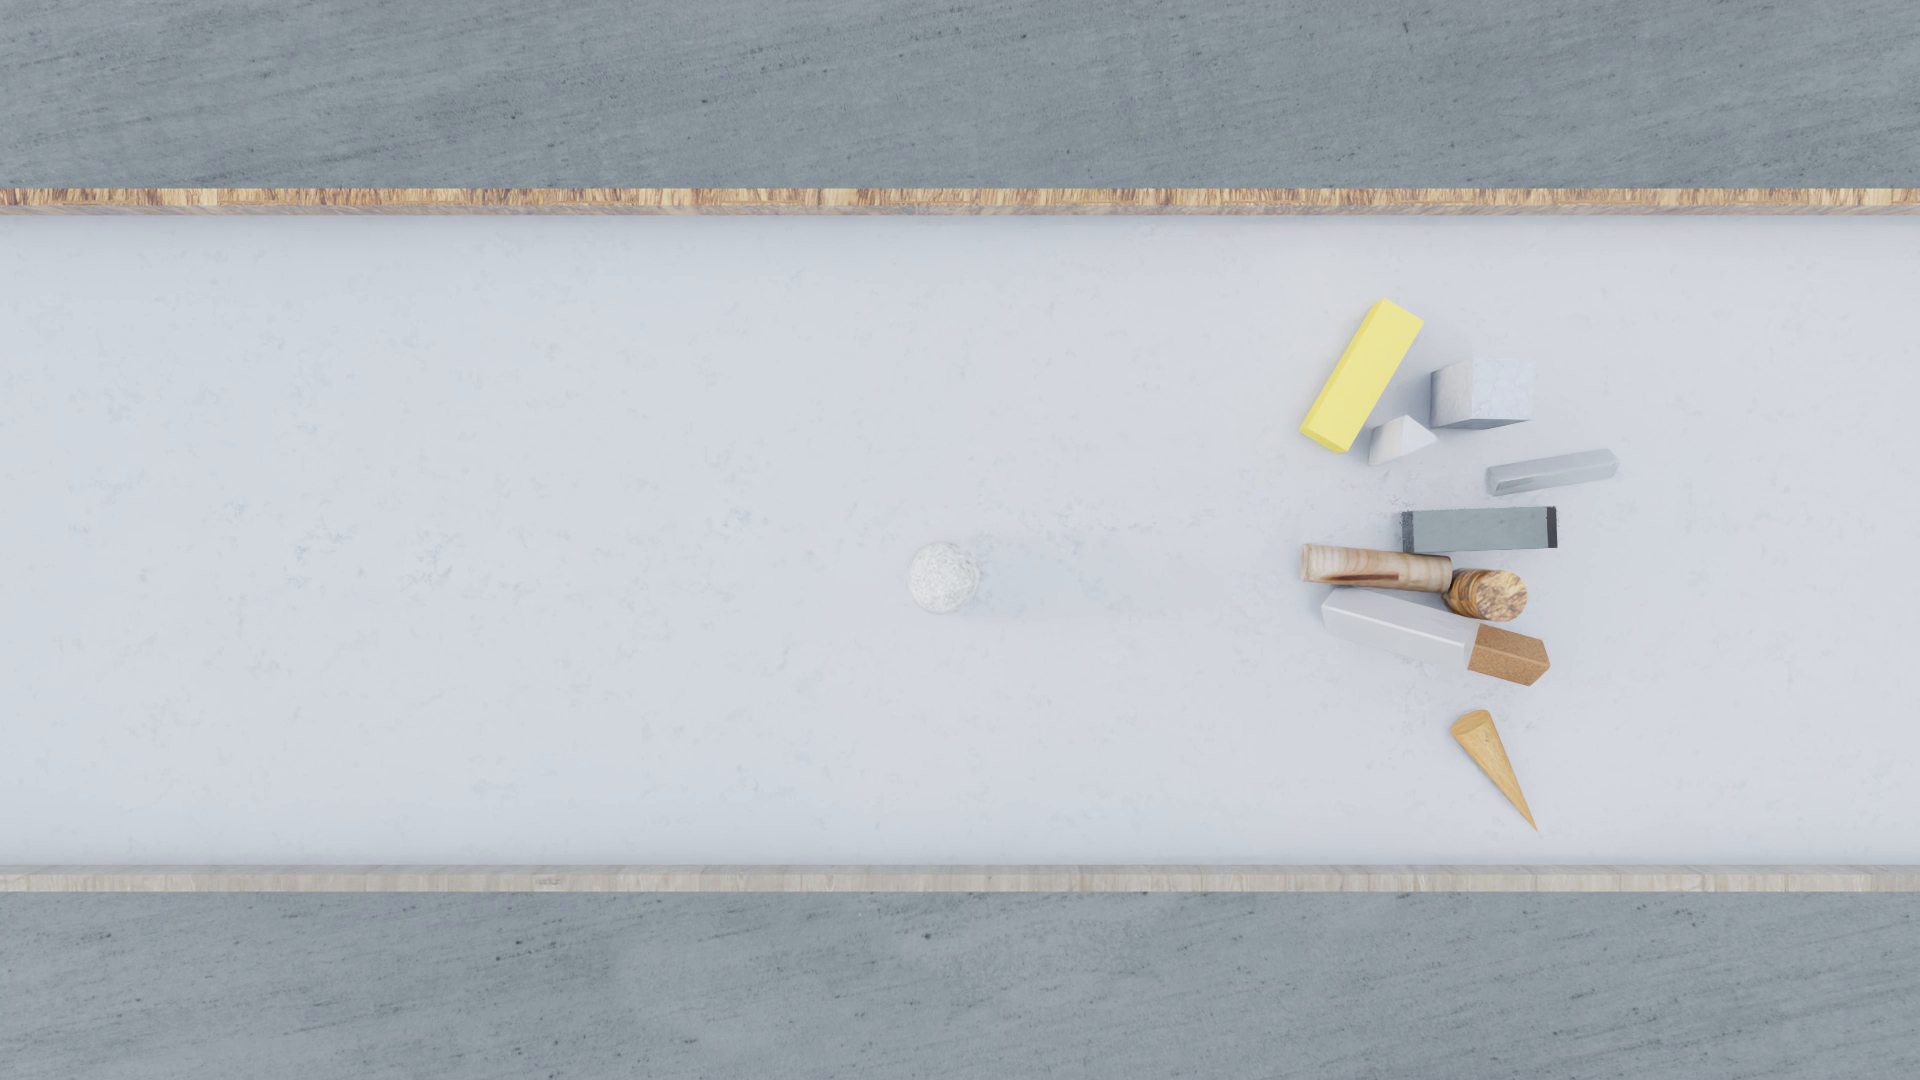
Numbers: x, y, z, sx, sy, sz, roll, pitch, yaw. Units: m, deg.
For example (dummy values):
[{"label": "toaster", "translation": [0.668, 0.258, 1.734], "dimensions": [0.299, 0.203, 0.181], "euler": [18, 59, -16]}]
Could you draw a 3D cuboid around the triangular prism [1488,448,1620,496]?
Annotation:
[{"label": "triangular prism", "translation": [1.816, -0.207, 5.035], "dimensions": [0.373, 0.079, 0.091], "euler": [-9, 90, 0]}]

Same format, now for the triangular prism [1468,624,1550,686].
[{"label": "triangular prism", "translation": [1.556, 0.320, 5.010], "dimensions": [0.446, 0.126, 0.145], "euler": [15, 90, 0]}]

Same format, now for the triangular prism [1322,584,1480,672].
[{"label": "triangular prism", "translation": [1.295, 0.255, 4.893], "dimensions": [0.431, 0.134, 0.154], "euler": [16, 93, 28]}]

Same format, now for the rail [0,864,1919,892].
[{"label": "rail", "translation": [-2.247, 1.025, 5.001], "dimensions": [12.000, 0.150, 0.050], "euler": [0, 90, 0]}]

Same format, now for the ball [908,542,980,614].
[{"label": "ball", "translation": [-0.047, 0.115, 4.969], "dimensions": [0.215, 0.215, 0.215], "euler": [0, 90, 0]}]

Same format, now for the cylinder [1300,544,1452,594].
[{"label": "cylinder", "translation": [1.263, 0.088, 5.019], "dimensions": [0.436, 0.116, 0.116], "euler": [5, 90, 0]}]

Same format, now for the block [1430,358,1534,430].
[{"label": "block", "translation": [1.534, -0.427, 4.868], "dimensions": [0.172, 0.418, 0.172], "euler": [1, 90, 0]}]

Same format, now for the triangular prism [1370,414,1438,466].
[{"label": "triangular prism", "translation": [1.299, -0.306, 4.917], "dimensions": [0.119, 0.315, 0.103], "euler": [-23, 88, -4]}]

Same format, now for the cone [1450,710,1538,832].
[{"label": "cone", "translation": [1.667, 0.730, 5.045], "dimensions": [0.129, 0.129, 0.428], "euler": [-34, 99, 0]}]

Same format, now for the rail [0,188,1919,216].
[{"label": "rail", "translation": [-2.247, -1.025, 5.002], "dimensions": [12.000, 0.150, 0.050], "euler": [0, 90, 0]}]

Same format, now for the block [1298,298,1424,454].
[{"label": "block", "translation": [1.216, -0.495, 5.007], "dimensions": [0.138, 0.138, 0.452], "euler": [31, 90, 0]}]

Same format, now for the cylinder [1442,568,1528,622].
[{"label": "cylinder", "translation": [1.559, 0.162, 4.919], "dimensions": [0.151, 0.311, 0.151], "euler": [0, 90, -2]}]

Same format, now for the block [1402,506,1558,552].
[{"label": "block", "translation": [1.577, -0.032, 5.014], "dimensions": [0.430, 0.126, 0.126], "euler": [-2, 90, 0]}]
